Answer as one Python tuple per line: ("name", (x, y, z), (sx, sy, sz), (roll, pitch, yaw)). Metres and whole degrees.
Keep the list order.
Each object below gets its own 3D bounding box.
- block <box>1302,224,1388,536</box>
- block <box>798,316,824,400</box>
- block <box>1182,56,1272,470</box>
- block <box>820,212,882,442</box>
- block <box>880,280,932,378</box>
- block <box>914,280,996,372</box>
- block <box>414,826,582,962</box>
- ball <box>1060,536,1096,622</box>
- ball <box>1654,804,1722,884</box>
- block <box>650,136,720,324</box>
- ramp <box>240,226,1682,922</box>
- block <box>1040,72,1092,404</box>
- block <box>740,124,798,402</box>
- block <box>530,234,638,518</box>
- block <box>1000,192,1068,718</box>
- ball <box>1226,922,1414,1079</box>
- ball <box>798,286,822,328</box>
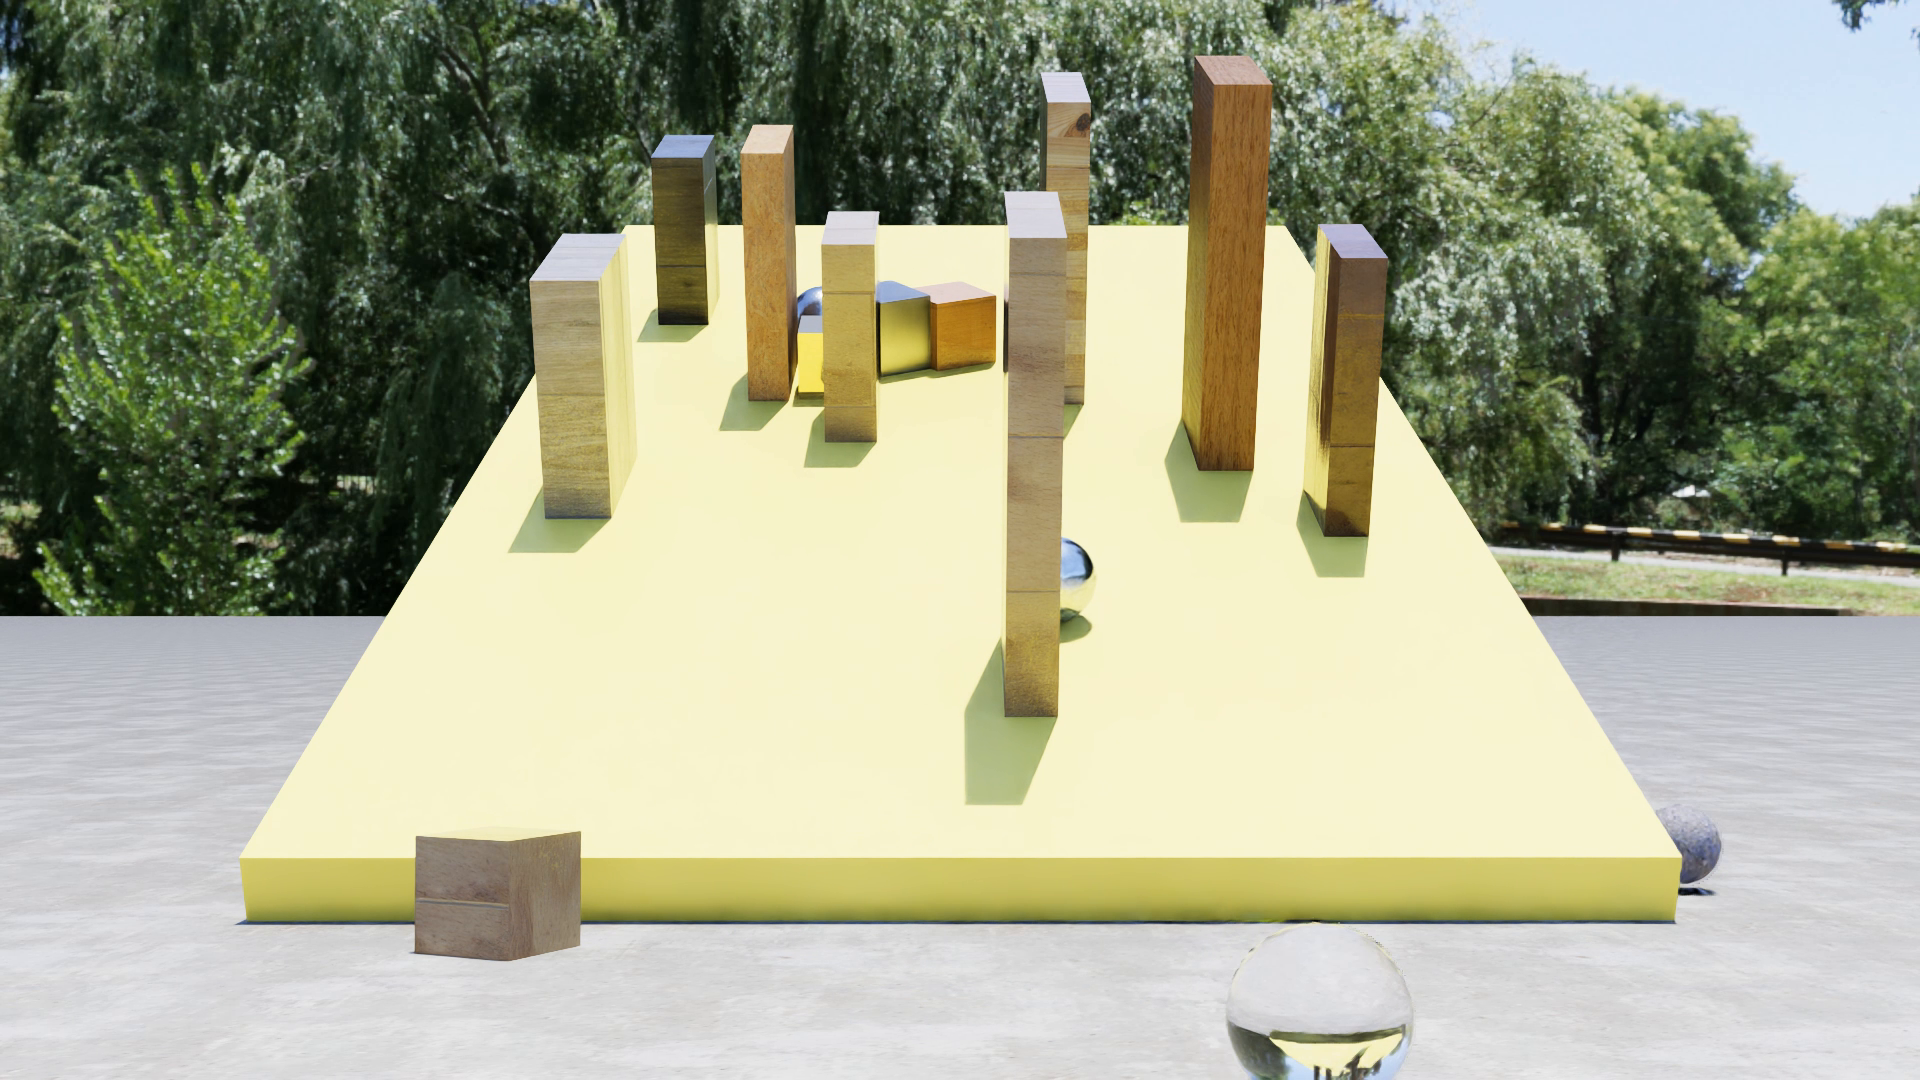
("block", (0.740, -0.311, 4.390), (0.086, 0.544, 0.283), (0, 20, 0))
("block", (-0.290, -0.422, 5.242), (0.156, 0.156, 0.156), (0, 20, 0))
("block", (0.553, -0.583, 4.759), (0.115, 0.797, 0.378), (0, 20, 0))
("block", (-0.235, -0.470, 4.971), (0.112, 0.434, 0.320), (0, 20, 0))
("block", (-0.193, -0.503, 5.427), (0.180, 0.180, 0.180), (-12, 24, -30))
("block", (-0.026, -0.518, 5.487), (0.165, 0.165, 0.165), (-12, 23, -29))
("block", (-0.592, 0.451, 2.918), (0.149, 0.149, 0.149), (-1, -2, 27))
("ball", (0.161, 0.068, 3.934), (0.152, 0.152, 0.152), (0, -2, 0))
("ball", (1.115, 0.471, 3.521), (0.123, 0.123, 0.123), (0, -2, 0))
("block", (-0.706, -0.804, 5.876), (0.129, 0.430, 0.306), (0, 20, 0))
("ramp", (-0.005, -0.210, 5.041), (2.000, 0.100, 4.000), (0, 20, 0))
("block", (0.236, -0.700, 5.237), (0.094, 0.683, 0.414), (0, 20, 0))
("block", (-0.436, -0.643, 5.246), (0.093, 0.568, 0.349), (0, 20, 0))
("block", (-0.746, -0.333, 4.541), (0.130, 0.477, 0.395), (0, 20, 0))
("block", (0.113, -0.138, 3.602), (0.084, 0.768, 0.328), (0, 20, 0))
("ball", (0.313, 0.415, 1.980), (0.162, 0.162, 0.162), (0, -2, 0))
("ball", (-0.335, -0.536, 5.537), (0.164, 0.164, 0.164), (0, -2, 0))
